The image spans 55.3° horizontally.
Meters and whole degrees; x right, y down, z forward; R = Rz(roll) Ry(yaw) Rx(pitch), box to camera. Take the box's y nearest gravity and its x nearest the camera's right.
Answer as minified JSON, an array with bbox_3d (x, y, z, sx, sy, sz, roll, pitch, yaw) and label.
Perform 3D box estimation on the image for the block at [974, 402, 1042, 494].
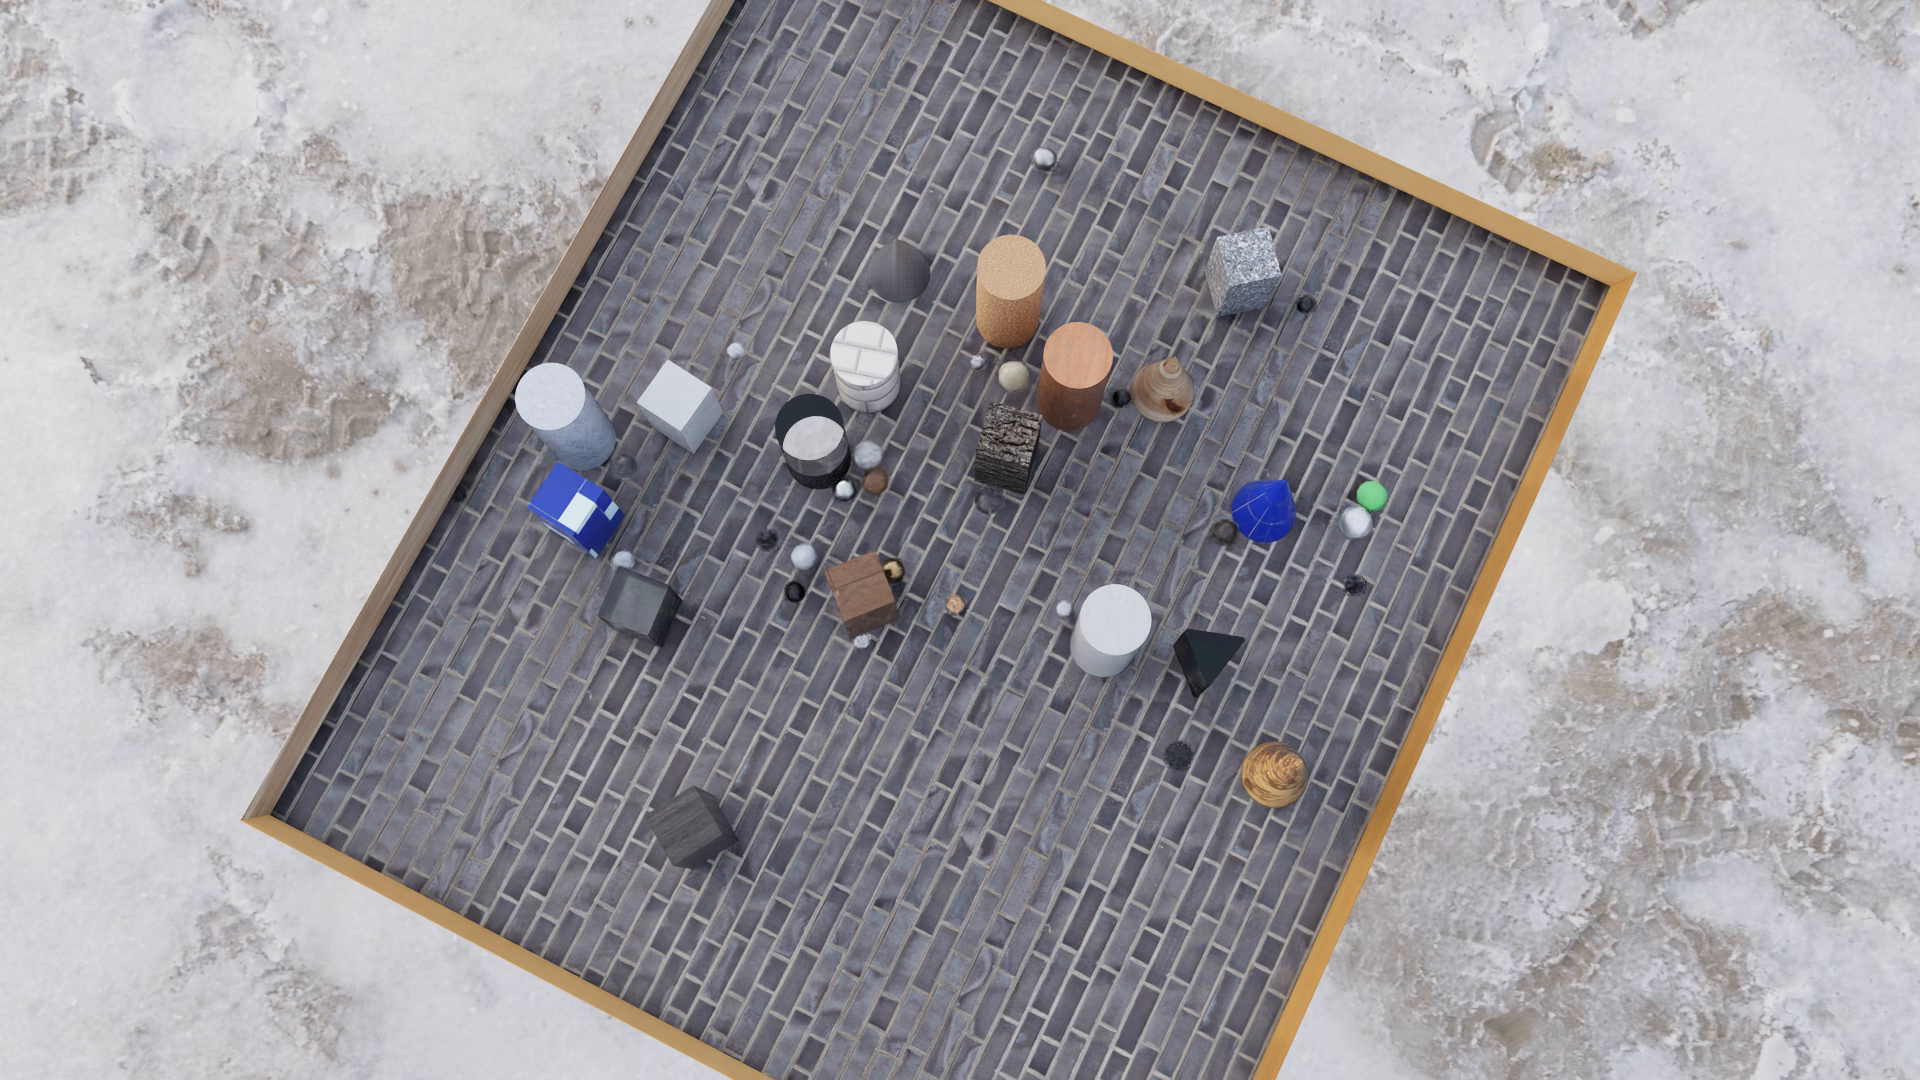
[{"bbox_3d":[0.143,-0.272,5.490,0.160,0.358,0.160,15,79,3],"label":"block"}]

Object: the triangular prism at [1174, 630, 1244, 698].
[{"bbox_3d":[0.704,0.333,5.395,0.150,0.300,0.173,38,81,7],"label":"triangular prism"}]

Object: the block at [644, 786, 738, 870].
[{"bbox_3d":[-0.764,0.827,5.250,0.160,0.384,0.160,-31,80,-6],"label":"block"}]

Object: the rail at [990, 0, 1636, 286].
[{"bbox_3d":[0.742,-1.447,5.849,2.990,0.130,0.045,26,80,5],"label":"rail"}]

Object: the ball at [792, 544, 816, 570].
[{"bbox_3d":[-0.473,0.051,5.567,0.077,0.077,0.077,0,78,0],"label":"ball"}]

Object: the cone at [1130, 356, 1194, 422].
[{"bbox_3d":[0.631,-0.500,5.533,0.200,0.366,0.200,0,78,0],"label":"cone"}]

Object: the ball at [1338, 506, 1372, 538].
[{"bbox_3d":[1.204,-0.055,5.577,0.100,0.100,0.100,0,78,0],"label":"ball"}]

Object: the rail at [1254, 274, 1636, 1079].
[{"bbox_3d":[1.316,0.651,5.415,0.045,0.130,3.368,26,80,5],"label":"rail"}]

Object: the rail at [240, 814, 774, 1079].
[{"bbox_3d":[-0.742,1.461,5.247,2.990,0.130,0.045,26,80,5],"label":"rail"}]

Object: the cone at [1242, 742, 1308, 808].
[{"bbox_3d":[0.940,0.654,5.246,0.200,0.462,0.200,0,78,0],"label":"cone"}]

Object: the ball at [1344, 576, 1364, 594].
[{"bbox_3d":[1.197,0.135,5.559,0.057,0.057,0.057,0,78,0],"label":"ball"}]

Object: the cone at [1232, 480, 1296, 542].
[{"bbox_3d":[0.934,-0.130,5.435,0.200,0.409,0.200,0,78,0],"label":"cone"}]

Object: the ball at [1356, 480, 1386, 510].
[{"bbox_3d":[1.257,-0.136,5.598,0.091,0.091,0.091,0,78,0],"label":"ball"}]

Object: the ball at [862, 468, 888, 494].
[{"bbox_3d":[-0.260,-0.179,5.612,0.081,0.081,0.081,0,78,0],"label":"ball"}]

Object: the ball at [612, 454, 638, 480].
[{"bbox_3d":[-1.029,-0.225,5.624,0.077,0.077,0.077,0,78,0],"label":"ball"}]

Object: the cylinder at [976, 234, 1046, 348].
[{"bbox_3d":[0.149,-0.744,5.536,0.200,0.460,0.200,0,78,0],"label":"cylinder"}]

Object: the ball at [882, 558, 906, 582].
[{"bbox_3d":[-0.202,0.094,5.560,0.073,0.073,0.073,0,78,0],"label":"ball"}]

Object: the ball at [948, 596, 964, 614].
[{"bbox_3d":[-0.013,0.196,5.550,0.052,0.052,0.052,0,78,0],"label":"ball"}]

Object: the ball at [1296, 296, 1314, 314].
[{"bbox_3d":[1.082,-0.737,5.741,0.055,0.055,0.055,0,78,0],"label":"ball"}]

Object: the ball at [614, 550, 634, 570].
[{"bbox_3d":[-1.022,0.063,5.571,0.064,0.064,0.064,0,78,0],"label":"ball"}]

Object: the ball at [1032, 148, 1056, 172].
[{"bbox_3d":[0.270,-1.210,5.828,0.076,0.076,0.076,0,78,0],"label":"ball"}]

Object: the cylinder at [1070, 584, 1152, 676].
[{"bbox_3d":[0.432,0.268,5.323,0.200,0.466,0.200,0,78,0],"label":"cylinder"}]

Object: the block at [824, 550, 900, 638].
[{"bbox_3d":[-0.288,0.165,5.412,0.160,0.333,0.160,-22,79,-4],"label":"block"}]

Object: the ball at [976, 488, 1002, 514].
[{"bbox_3d":[0.089,-0.119,5.599,0.084,0.084,0.084,0,78,0],"label":"ball"}]

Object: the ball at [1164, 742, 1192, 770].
[{"bbox_3d":[0.649,0.640,5.442,0.082,0.082,0.082,0,78,0],"label":"ball"}]

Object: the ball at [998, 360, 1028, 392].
[{"bbox_3d":[0.166,-0.508,5.673,0.095,0.095,0.095,0,78,0],"label":"ball"}]

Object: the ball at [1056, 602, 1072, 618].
[{"bbox_3d":[0.316,0.210,5.549,0.047,0.047,0.047,0,78,0],"label":"ball"}]

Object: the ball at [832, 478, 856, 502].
[{"bbox_3d":[-0.354,-0.154,5.611,0.073,0.073,0.073,0,78,0],"label":"ball"}]

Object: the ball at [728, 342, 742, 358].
[{"bbox_3d":[-0.702,-0.591,5.715,0.048,0.048,0.048,0,78,0],"label":"ball"}]

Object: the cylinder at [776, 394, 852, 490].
[{"bbox_3d":[-0.436,-0.291,5.489,0.200,0.368,0.200,0,78,0],"label":"cylinder"}]

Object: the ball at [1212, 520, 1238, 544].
[{"bbox_3d":[0.808,-0.024,5.584,0.074,0.074,0.074,0,78,0],"label":"ball"}]

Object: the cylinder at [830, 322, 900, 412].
[{"bbox_3d":[-0.284,-0.523,5.572,0.200,0.300,0.200,0,78,0],"label":"cylinder"}]

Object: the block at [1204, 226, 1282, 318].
[{"bbox_3d":[0.868,-0.823,5.640,0.160,0.287,0.160,-12,79,-2],"label":"block"}]

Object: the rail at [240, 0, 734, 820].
[{"bbox_3d":[-1.316,-0.637,5.681,0.045,0.130,3.368,26,80,5],"label":"rail"}]

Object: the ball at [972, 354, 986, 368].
[{"bbox_3d":[0.058,-0.556,5.708,0.046,0.046,0.046,0,78,0],"label":"ball"}]

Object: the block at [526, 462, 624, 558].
[{"bbox_3d":[-1.139,-0.085,5.458,0.160,0.344,0.160,31,80,6],"label":"block"}]

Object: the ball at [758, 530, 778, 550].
[{"bbox_3d":[-0.586,-0.002,5.585,0.062,0.062,0.062,0,78,0],"label":"ball"}]

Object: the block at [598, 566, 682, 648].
[{"bbox_3d":[-0.948,0.202,5.443,0.160,0.259,0.160,21,79,4],"label":"block"}]

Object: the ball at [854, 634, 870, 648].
[{"bbox_3d":[-0.295,0.305,5.530,0.045,0.045,0.045,0,78,0],"label":"ball"}]

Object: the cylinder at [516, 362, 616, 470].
[{"bbox_3d":[-1.166,-0.361,5.449,0.200,0.475,0.200,0,78,0],"label":"cylinder"}]

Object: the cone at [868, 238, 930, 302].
[{"bbox_3d":[-0.193,-0.876,5.644,0.200,0.302,0.200,0,78,0],"label":"cone"}]

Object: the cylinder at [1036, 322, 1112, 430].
[{"bbox_3d":[0.339,-0.483,5.481,0.200,0.462,0.200,0,78,0],"label":"cylinder"}]

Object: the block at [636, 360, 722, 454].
[{"bbox_3d":[-0.847,-0.402,5.562,0.160,0.269,0.160,33,80,6],"label":"block"}]

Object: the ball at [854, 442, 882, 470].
[{"bbox_3d":[-0.283,-0.259,5.626,0.087,0.087,0.087,0,78,0],"label":"ball"}]

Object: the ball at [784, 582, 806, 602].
[{"bbox_3d":[-0.501,0.158,5.552,0.062,0.062,0.062,0,78,0],"label":"ball"}]

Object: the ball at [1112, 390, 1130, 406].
[{"bbox_3d":[0.501,-0.440,5.680,0.055,0.055,0.055,0,78,0],"label":"ball"}]

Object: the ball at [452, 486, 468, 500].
[{"bbox_3d":[-1.536,-0.144,5.622,0.048,0.048,0.048,0,78,0],"label":"ball"}]
